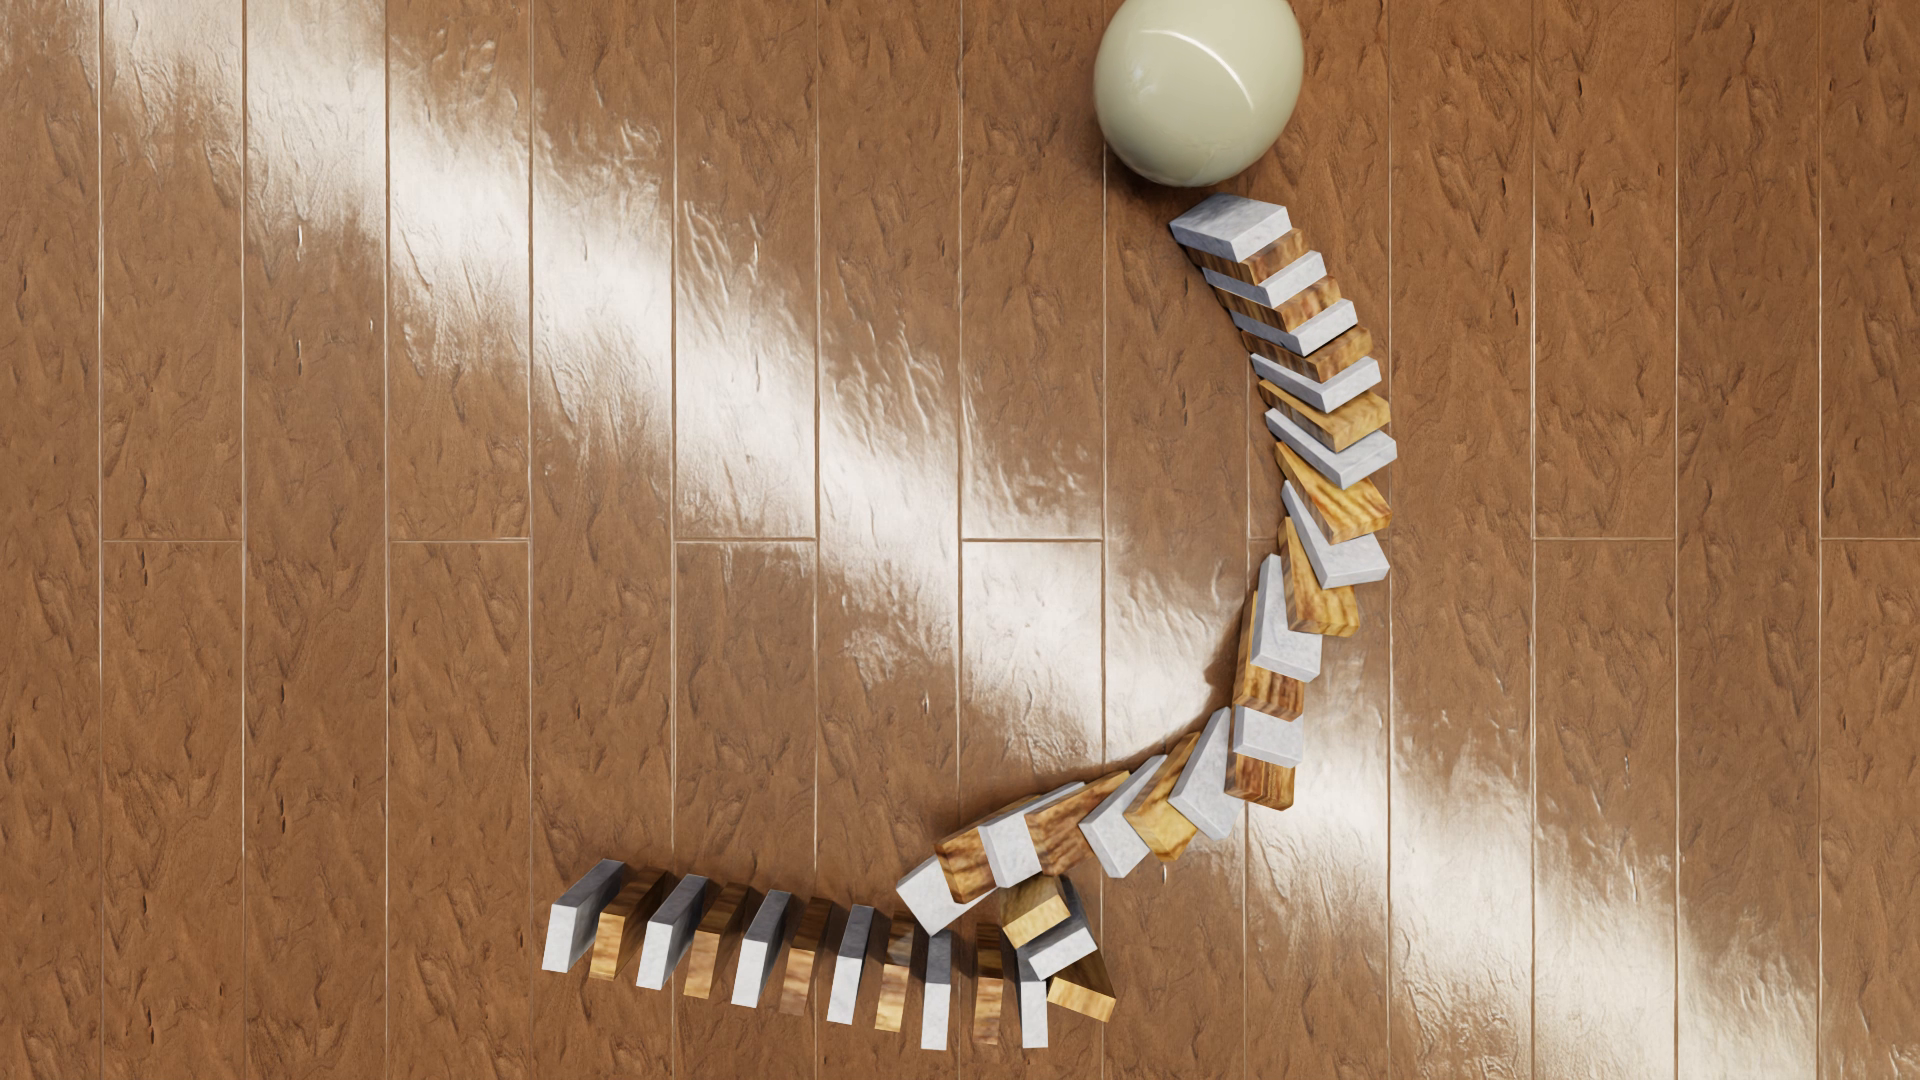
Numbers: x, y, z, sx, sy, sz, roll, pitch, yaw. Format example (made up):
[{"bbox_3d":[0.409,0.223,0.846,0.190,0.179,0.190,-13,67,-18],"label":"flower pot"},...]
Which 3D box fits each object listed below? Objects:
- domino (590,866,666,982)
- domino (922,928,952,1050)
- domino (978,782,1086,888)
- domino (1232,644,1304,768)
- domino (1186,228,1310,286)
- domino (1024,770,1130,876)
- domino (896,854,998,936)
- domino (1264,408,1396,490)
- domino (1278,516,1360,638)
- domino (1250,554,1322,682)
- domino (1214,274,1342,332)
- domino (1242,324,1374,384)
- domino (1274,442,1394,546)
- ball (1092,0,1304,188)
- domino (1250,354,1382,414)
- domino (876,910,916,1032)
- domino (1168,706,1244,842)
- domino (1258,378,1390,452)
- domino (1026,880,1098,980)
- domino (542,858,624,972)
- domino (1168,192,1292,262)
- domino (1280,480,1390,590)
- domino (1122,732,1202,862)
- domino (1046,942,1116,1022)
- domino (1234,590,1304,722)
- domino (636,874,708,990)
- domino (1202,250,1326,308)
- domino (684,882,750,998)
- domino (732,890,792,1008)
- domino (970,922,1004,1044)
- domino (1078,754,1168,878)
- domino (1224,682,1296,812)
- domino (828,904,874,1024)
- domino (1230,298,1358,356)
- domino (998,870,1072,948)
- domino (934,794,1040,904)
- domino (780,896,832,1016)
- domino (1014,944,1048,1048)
[{"bbox_3d":[-0.135,0.155,0.375,0.009,0.050,0.025,10,90,0],"label":"domino"},{"bbox_3d":[-0.009,0.182,0.375,0.010,0.050,0.025,4,90,0],"label":"domino"},{"bbox_3d":[0.034,0.122,0.382,0.050,0.010,0.025,-16,83,-30],"label":"domino"},{"bbox_3d":[0.129,0.067,0.382,0.025,0.010,0.050,17,57,-2],"label":"domino"},{"bbox_3d":[0.117,-0.120,0.376,0.025,0.050,0.009,-33,122,0],"label":"domino"},{"bbox_3d":[0.053,0.117,0.382,0.050,0.010,0.025,-16,83,-30],"label":"domino"},{"bbox_3d":[0.000,0.144,0.395,0.050,0.010,0.025,-36,90,0],"label":"domino"},{"bbox_3d":[0.152,-0.043,0.378,0.025,0.050,0.009,-31,132,0],"label":"domino"},{"bbox_3d":[0.149,0.015,0.382,0.025,0.010,0.050,7,56,0],"label":"domino"},{"bbox_3d":[0.137,0.032,0.382,0.025,0.009,0.050,19,57,0],"label":"domino"},{"bbox_3d":[0.129,-0.102,0.376,0.025,0.050,0.010,-33,122,0],"label":"domino"},{"bbox_3d":[0.141,-0.082,0.376,0.025,0.050,0.010,-33,123,-1],"label":"domino"},{"bbox_3d":[0.154,-0.023,0.382,0.025,0.010,0.050,-18,54,0],"label":"domino"},{"bbox_3d":[0.092,-0.181,0.360,0.080,0.080,0.080,0,90,0],"label":"ball"},{"bbox_3d":[0.145,-0.071,0.377,0.025,0.050,0.010,-31,123,0],"label":"domino"},{"bbox_3d":[-0.026,0.175,0.375,0.009,0.050,0.025,9,90,0],"label":"domino"},{"bbox_3d":[0.108,0.097,0.381,0.025,0.009,0.050,42,54,0],"label":"domino"},{"bbox_3d":[0.149,-0.057,0.378,0.025,0.050,0.010,-31,129,0],"label":"domino"},{"bbox_3d":[0.039,0.158,0.375,0.025,0.050,0.009,-30,90,0],"label":"domino"},{"bbox_3d":[-0.153,0.152,0.375,0.009,0.050,0.025,9,90,0],"label":"domino"},{"bbox_3d":[0.110,-0.129,0.376,0.025,0.050,0.009,-33,122,0],"label":"domino"},{"bbox_3d":[0.155,-0.005,0.381,0.025,0.010,0.050,-9,54,-1],"label":"domino"},{"bbox_3d":[0.092,0.106,0.382,0.050,0.010,0.025,-39,90,-34],"label":"domino"},{"bbox_3d":[0.046,0.176,0.375,0.025,0.050,0.009,20,90,0],"label":"domino"},{"bbox_3d":[0.130,0.048,0.382,0.025,0.010,0.050,19,57,0],"label":"domino"},{"bbox_3d":[-0.117,0.159,0.375,0.010,0.050,0.025,11,90,0],"label":"domino"},{"bbox_3d":[0.123,-0.111,0.376,0.025,0.050,0.010,-33,122,0],"label":"domino"},{"bbox_3d":[-0.099,0.162,0.375,0.010,0.050,0.025,11,90,0],"label":"domino"},{"bbox_3d":[-0.080,0.166,0.375,0.010,0.050,0.025,10,90,0],"label":"domino"},{"bbox_3d":[0.011,0.180,0.375,0.009,0.050,0.025,6,90,0],"label":"domino"},{"bbox_3d":[0.074,0.114,0.382,0.050,0.009,0.025,-31,90,-33],"label":"domino"},{"bbox_3d":[0.126,0.084,0.382,0.025,0.010,0.050,18,57,-2],"label":"domino"},{"bbox_3d":[-0.044,0.172,0.375,0.010,0.050,0.025,10,90,0],"label":"domino"},{"bbox_3d":[0.136,-0.093,0.376,0.025,0.050,0.009,-33,122,0],"label":"domino"},{"bbox_3d":[0.029,0.146,0.375,0.025,0.050,0.009,-31,90,0],"label":"domino"},{"bbox_3d":[0.016,0.128,0.382,0.050,0.010,0.025,-18,84,-30],"label":"domino"},{"bbox_3d":[-0.062,0.169,0.375,0.010,0.050,0.025,10,90,0],"label":"domino"},{"bbox_3d":[0.028,0.181,0.375,0.009,0.050,0.025,-2,90,0],"label":"domino"}]
